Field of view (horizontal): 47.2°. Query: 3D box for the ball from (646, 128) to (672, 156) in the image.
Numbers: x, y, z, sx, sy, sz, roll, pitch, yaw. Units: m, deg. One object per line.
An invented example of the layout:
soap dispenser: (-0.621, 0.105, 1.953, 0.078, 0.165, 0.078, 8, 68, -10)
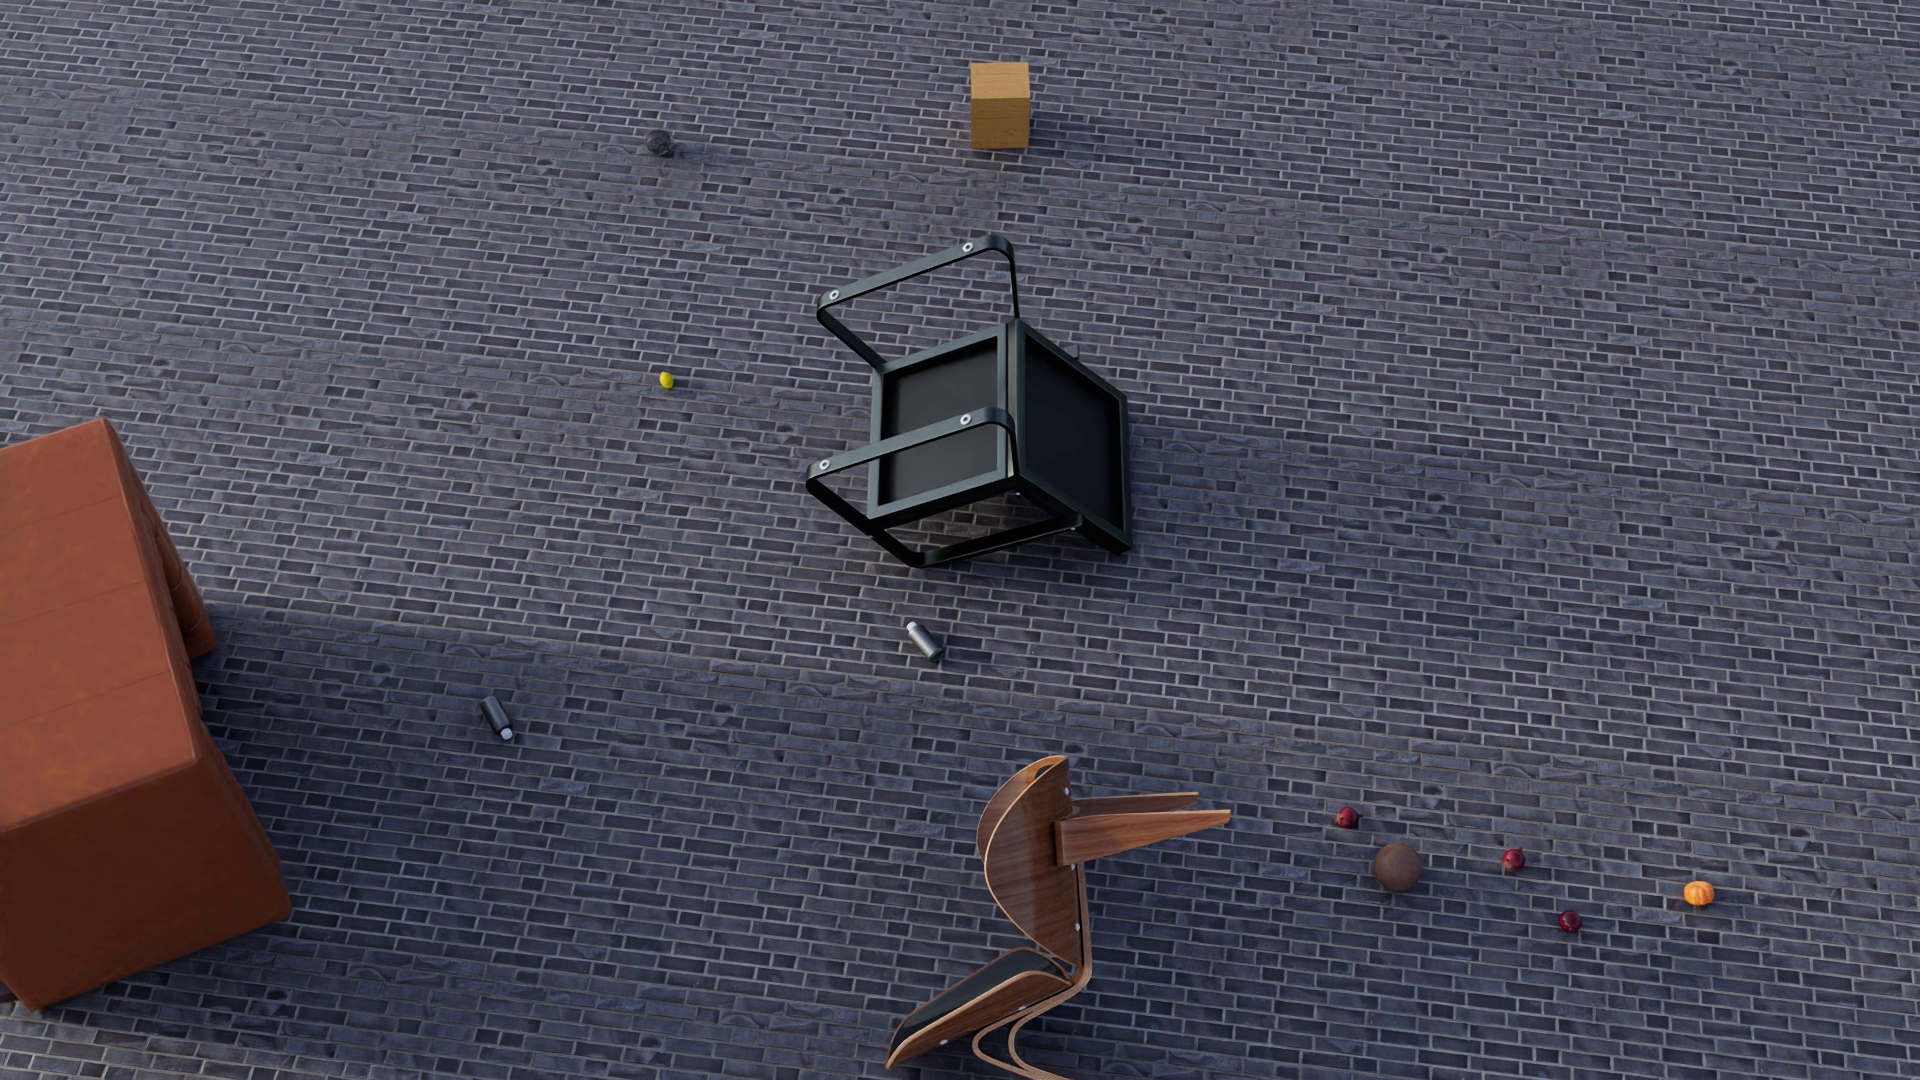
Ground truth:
ball: (-1.017, -1.343, 7.422, 0.089, 0.089, 0.089, 0, 56, 0)

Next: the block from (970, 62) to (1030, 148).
block: (0.134, -1.464, 7.414, 0.193, 0.236, 0.165, -1, 56, -1)
